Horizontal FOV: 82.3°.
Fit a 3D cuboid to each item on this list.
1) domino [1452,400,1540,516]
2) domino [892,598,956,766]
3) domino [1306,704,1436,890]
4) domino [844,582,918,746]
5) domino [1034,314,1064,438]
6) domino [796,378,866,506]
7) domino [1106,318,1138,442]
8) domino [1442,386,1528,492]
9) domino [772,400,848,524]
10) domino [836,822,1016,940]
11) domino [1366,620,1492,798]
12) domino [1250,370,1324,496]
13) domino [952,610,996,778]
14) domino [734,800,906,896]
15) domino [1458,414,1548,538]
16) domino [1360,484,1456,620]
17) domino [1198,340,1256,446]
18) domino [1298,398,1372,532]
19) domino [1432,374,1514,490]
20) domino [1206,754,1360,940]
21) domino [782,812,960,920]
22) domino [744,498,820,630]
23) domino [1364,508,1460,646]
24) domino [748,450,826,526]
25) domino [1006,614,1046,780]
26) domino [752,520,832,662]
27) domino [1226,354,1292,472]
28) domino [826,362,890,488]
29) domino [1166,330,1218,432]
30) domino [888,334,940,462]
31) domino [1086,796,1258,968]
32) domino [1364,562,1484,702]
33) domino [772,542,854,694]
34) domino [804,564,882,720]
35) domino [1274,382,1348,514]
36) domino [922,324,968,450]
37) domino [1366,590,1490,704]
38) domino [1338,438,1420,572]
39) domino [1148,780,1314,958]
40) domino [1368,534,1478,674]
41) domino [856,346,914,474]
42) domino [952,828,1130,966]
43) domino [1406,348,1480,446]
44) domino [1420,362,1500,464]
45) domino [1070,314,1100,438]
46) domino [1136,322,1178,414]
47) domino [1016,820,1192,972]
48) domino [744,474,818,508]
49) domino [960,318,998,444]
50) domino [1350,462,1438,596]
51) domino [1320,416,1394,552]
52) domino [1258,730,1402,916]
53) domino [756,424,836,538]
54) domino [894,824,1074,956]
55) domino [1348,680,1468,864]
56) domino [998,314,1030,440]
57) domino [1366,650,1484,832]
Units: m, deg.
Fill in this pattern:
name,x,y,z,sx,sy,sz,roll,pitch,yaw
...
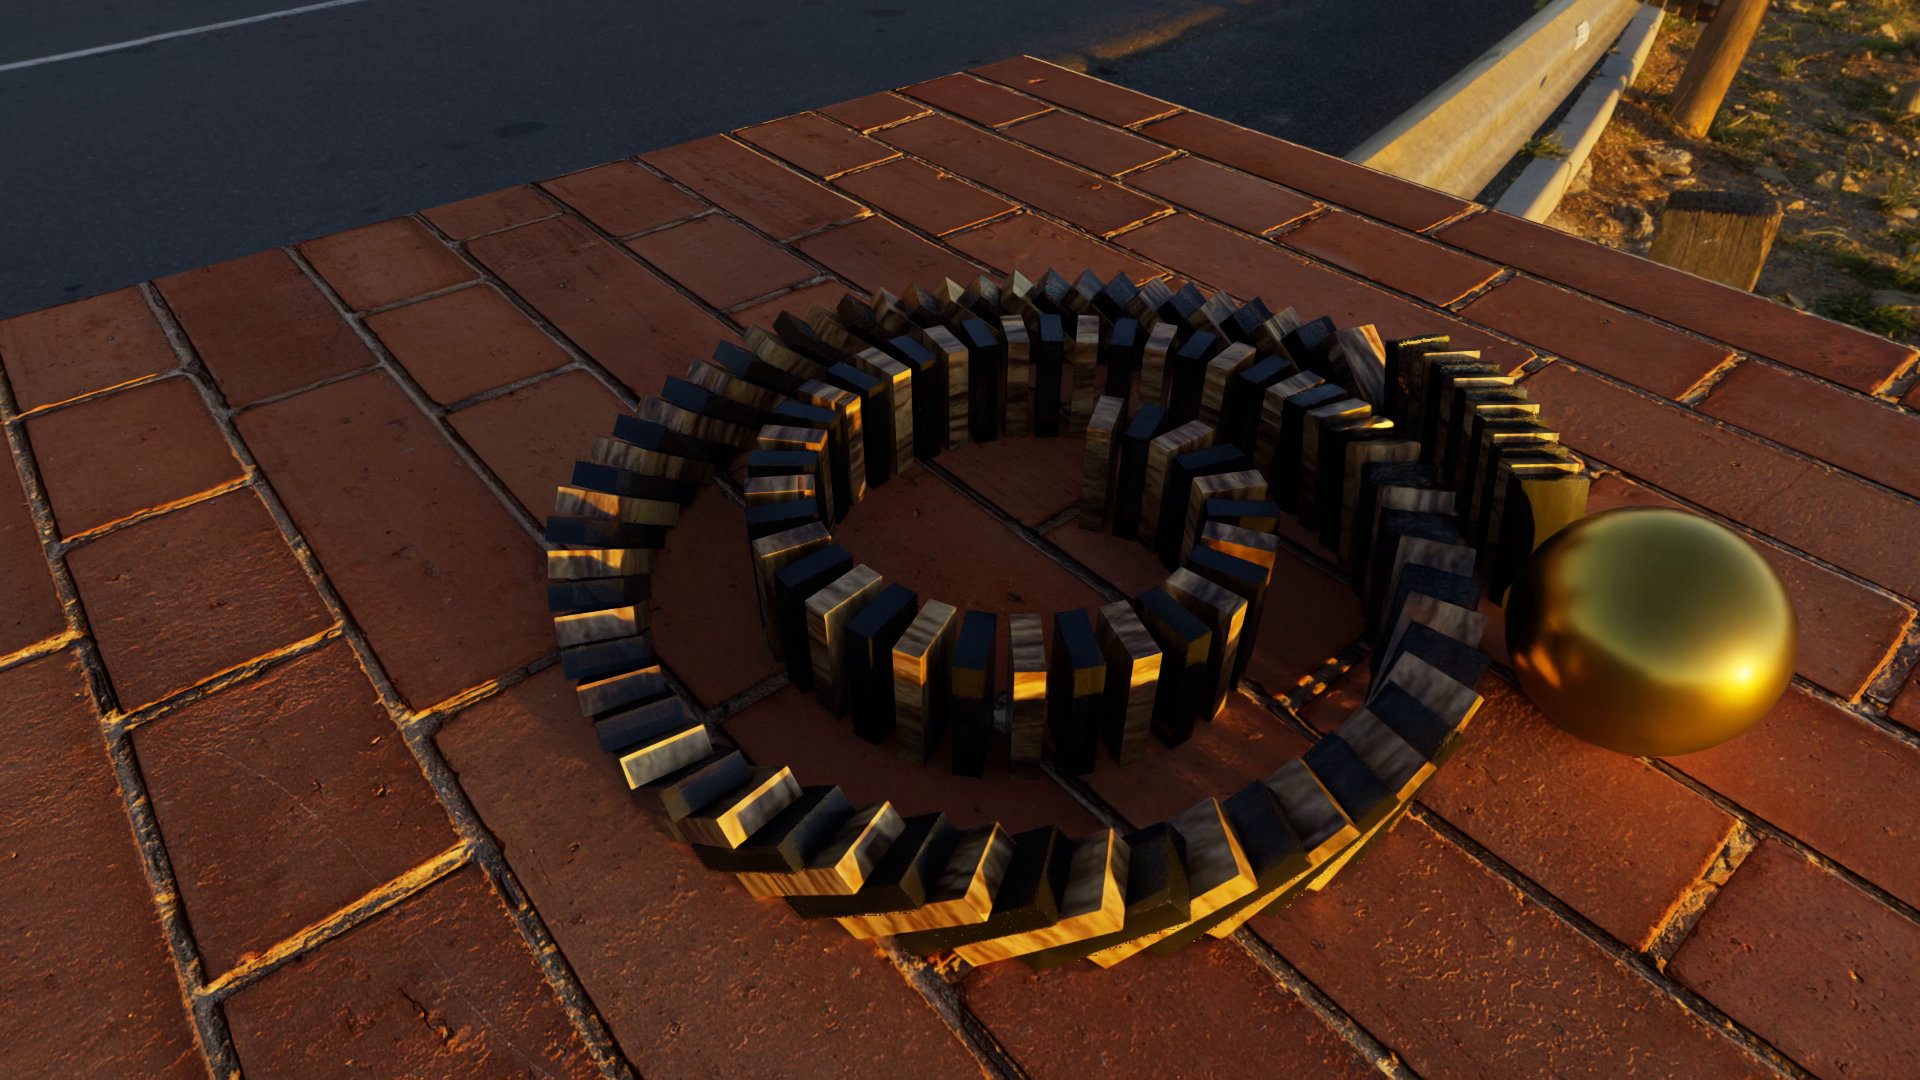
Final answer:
name,x,y,z,sx,sy,sz,roll,pitch,yaw
domino,0.218,-0.032,0.450,0.025,0.050,0.009,-1,19,-1
domino,-0.011,0.046,0.355,0.010,0.050,0.025,17,42,19
domino,0.113,0.076,0.326,0.050,0.009,0.025,-50,48,8
domino,-0.025,0.041,0.361,0.009,0.050,0.025,24,45,26
domino,0.040,-0.075,0.503,0.009,0.050,0.025,0,39,0
domino,-0.053,-0.040,0.461,0.025,0.050,0.009,22,44,24
domino,0.072,-0.072,0.500,0.010,0.050,0.025,8,40,10
domino,0.218,-0.038,0.458,0.025,0.050,0.009,-1,18,-2
domino,-0.061,-0.031,0.450,0.025,0.050,0.009,13,41,15
domino,-0.010,0.095,0.304,0.050,0.010,0.025,-24,24,38
domino,0.145,0.054,0.352,0.025,0.050,0.009,28,2,30
domino,0.138,-0.044,0.466,0.025,0.050,0.009,-25,45,-27
domino,0.004,0.050,0.351,0.009,0.050,0.025,7,40,8
domino,-0.040,0.088,0.313,0.050,0.010,0.025,-20,20,45
domino,0.218,-0.025,0.442,0.025,0.050,0.009,-1,19,-1
domino,0.165,0.006,0.407,0.025,0.050,0.010,6,8,7
domino,0.116,-0.059,0.484,0.009,0.050,0.025,28,47,30
domino,0.152,-0.030,0.448,0.025,0.050,0.010,-15,29,-18
domino,0.216,-0.045,0.466,0.025,0.050,0.009,-1,18,-2
domino,0.085,0.087,0.313,0.050,0.009,0.025,-42,41,13
domino,-0.025,0.092,0.308,0.050,0.009,0.025,-22,22,41
domino,-0.063,0.009,0.400,0.025,0.050,0.009,-9,40,-11
domino,0.163,0.015,0.397,0.025,0.050,0.009,6,4,8
domino,-0.066,-0.011,0.425,0.025,0.050,0.009,1,39,1
domino,0.021,0.050,0.350,0.010,0.050,0.025,-1,39,-1
domino,-0.057,0.019,0.389,0.025,0.050,0.009,-17,42,-20
domino,0.127,-0.052,0.475,0.025,0.050,0.010,-30,48,-32
domino,-0.044,-0.049,0.471,0.025,0.050,0.009,28,47,30
domino,0.103,-0.065,0.491,0.010,0.050,0.025,20,43,23
domino,-0.020,-0.063,0.488,0.010,0.050,0.025,-25,45,-27
domino,0.055,0.095,0.304,0.050,0.010,0.025,-36,35,20
domino,0.157,0.035,0.374,0.025,0.050,0.009,16,0,19
domino,-0.048,0.027,0.378,0.025,0.050,0.010,-27,46,-29
domino,-0.037,0.035,0.369,0.009,0.050,0.025,30,48,32
domino,0.145,-0.038,0.457,0.025,0.050,0.010,-20,36,-23
domino,-0.006,-0.068,0.495,0.010,0.050,0.025,-19,43,-21
domino,0.152,0.045,0.363,0.025,0.050,0.009,21,0,24
domino,0.163,-0.013,0.428,0.025,0.050,0.009,-3,16,-4
domino,0.070,0.092,0.308,0.050,0.009,0.025,-39,38,17
domino,0.161,0.025,0.385,0.025,0.050,0.009,12,2,15
domino,-0.033,-0.056,0.480,0.009,0.050,0.025,-30,48,-32
domino,0.022,0.098,0.300,0.050,0.009,0.025,-27,28,32
domino,0.211,-0.058,0.482,0.025,0.050,0.009,-3,18,-4
domino,0.214,-0.051,0.474,0.025,0.050,0.010,-1,18,-2
domino,0.057,-0.074,0.502,0.009,0.050,0.025,4,40,5
domino,0.088,-0.069,0.496,0.009,0.050,0.025,13,41,15
domino,0.038,0.098,0.301,0.050,0.009,0.025,-30,30,28
domino,-0.065,-0.001,0.413,0.025,0.050,0.010,-4,39,-4
domino,0.008,-0.072,0.499,0.010,0.050,0.025,-11,41,-13
domino,0.165,-0.004,0.418,0.025,0.050,0.009,1,12,1
domino,0.158,-0.022,0.438,0.025,0.050,0.009,-11,22,-13
domino,0.099,0.082,0.319,0.050,0.009,0.025,-46,45,10
domino,-0.064,-0.021,0.438,0.025,0.050,0.010,6,40,7
domino,0.006,0.096,0.302,0.050,0.009,0.025,-26,26,34
domino,0.125,0.070,0.333,0.050,0.009,0.025,-52,49,7
domino,0.024,-0.074,0.502,0.010,0.050,0.025,-4,40,-5
domino,0.136,0.063,0.342,0.025,0.010,0.050,36,95,36
